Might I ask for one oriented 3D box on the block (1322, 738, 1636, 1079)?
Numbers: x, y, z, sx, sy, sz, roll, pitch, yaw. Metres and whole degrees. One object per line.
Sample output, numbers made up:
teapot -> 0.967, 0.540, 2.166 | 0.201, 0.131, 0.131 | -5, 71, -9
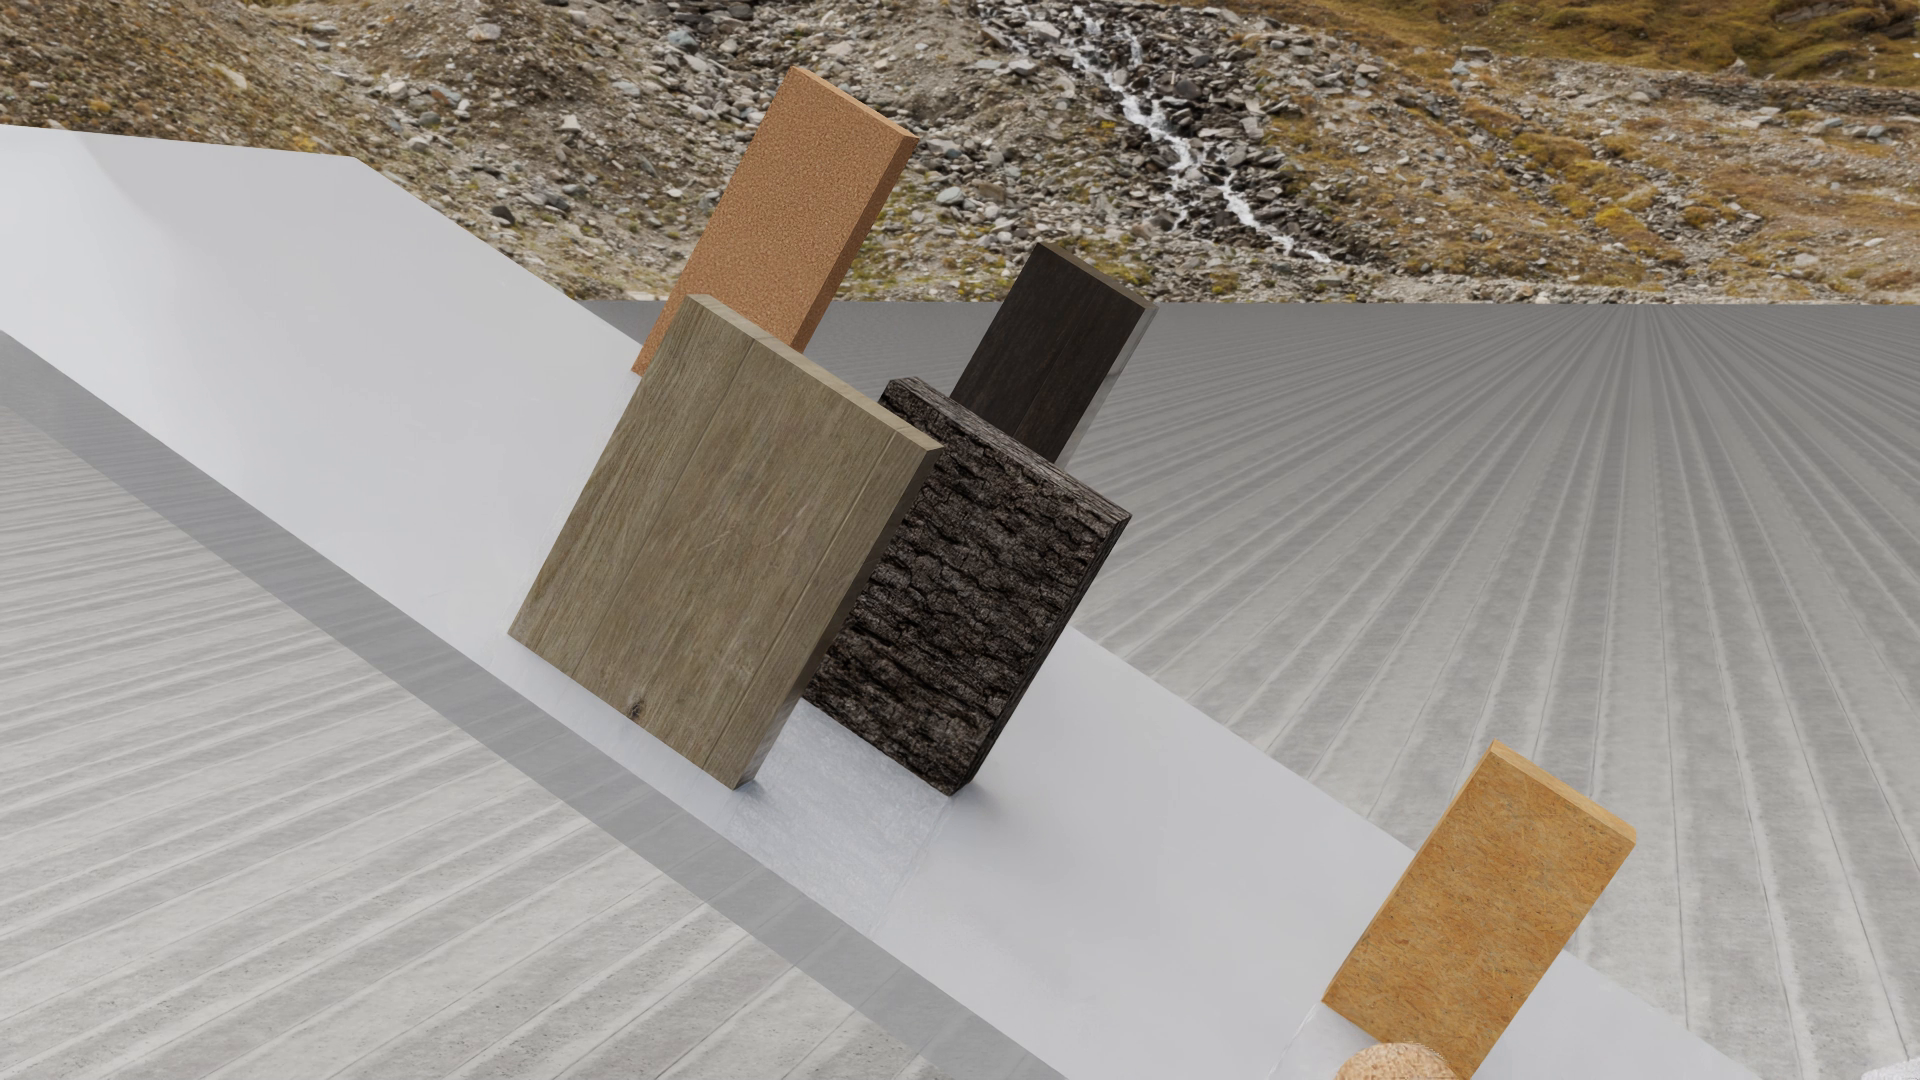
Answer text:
block -> 0.876, 0.637, 3.726 | 0.274, 0.529, 0.105 | 33, 15, 11

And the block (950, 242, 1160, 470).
block -> 0.081, -0.190, 4.416 | 0.251, 0.789, 0.132 | 33, 15, 11

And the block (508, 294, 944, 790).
block -> -0.359, 0.003, 3.293 | 0.432, 0.602, 0.081 | 33, 15, 11

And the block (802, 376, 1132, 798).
block -> -0.047, 0.076, 3.753 | 0.447, 0.552, 0.139 | 33, 15, 11

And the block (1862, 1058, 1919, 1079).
block -> 1.967, 1.180, 4.457 | 0.201, 0.201, 0.201 | -25, -4, 25

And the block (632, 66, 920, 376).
block -> -0.420, -0.640, 4.951 | 0.306, 0.782, 0.110 | 33, 15, 11

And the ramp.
ramp -> -0.172, 0.283, 4.122 | 4.000, 0.100, 2.000 | 33, 15, 11

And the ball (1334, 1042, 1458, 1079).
ball -> 0.642, 0.843, 3.227 | 0.208, 0.208, 0.208 | 0, 7, 0
